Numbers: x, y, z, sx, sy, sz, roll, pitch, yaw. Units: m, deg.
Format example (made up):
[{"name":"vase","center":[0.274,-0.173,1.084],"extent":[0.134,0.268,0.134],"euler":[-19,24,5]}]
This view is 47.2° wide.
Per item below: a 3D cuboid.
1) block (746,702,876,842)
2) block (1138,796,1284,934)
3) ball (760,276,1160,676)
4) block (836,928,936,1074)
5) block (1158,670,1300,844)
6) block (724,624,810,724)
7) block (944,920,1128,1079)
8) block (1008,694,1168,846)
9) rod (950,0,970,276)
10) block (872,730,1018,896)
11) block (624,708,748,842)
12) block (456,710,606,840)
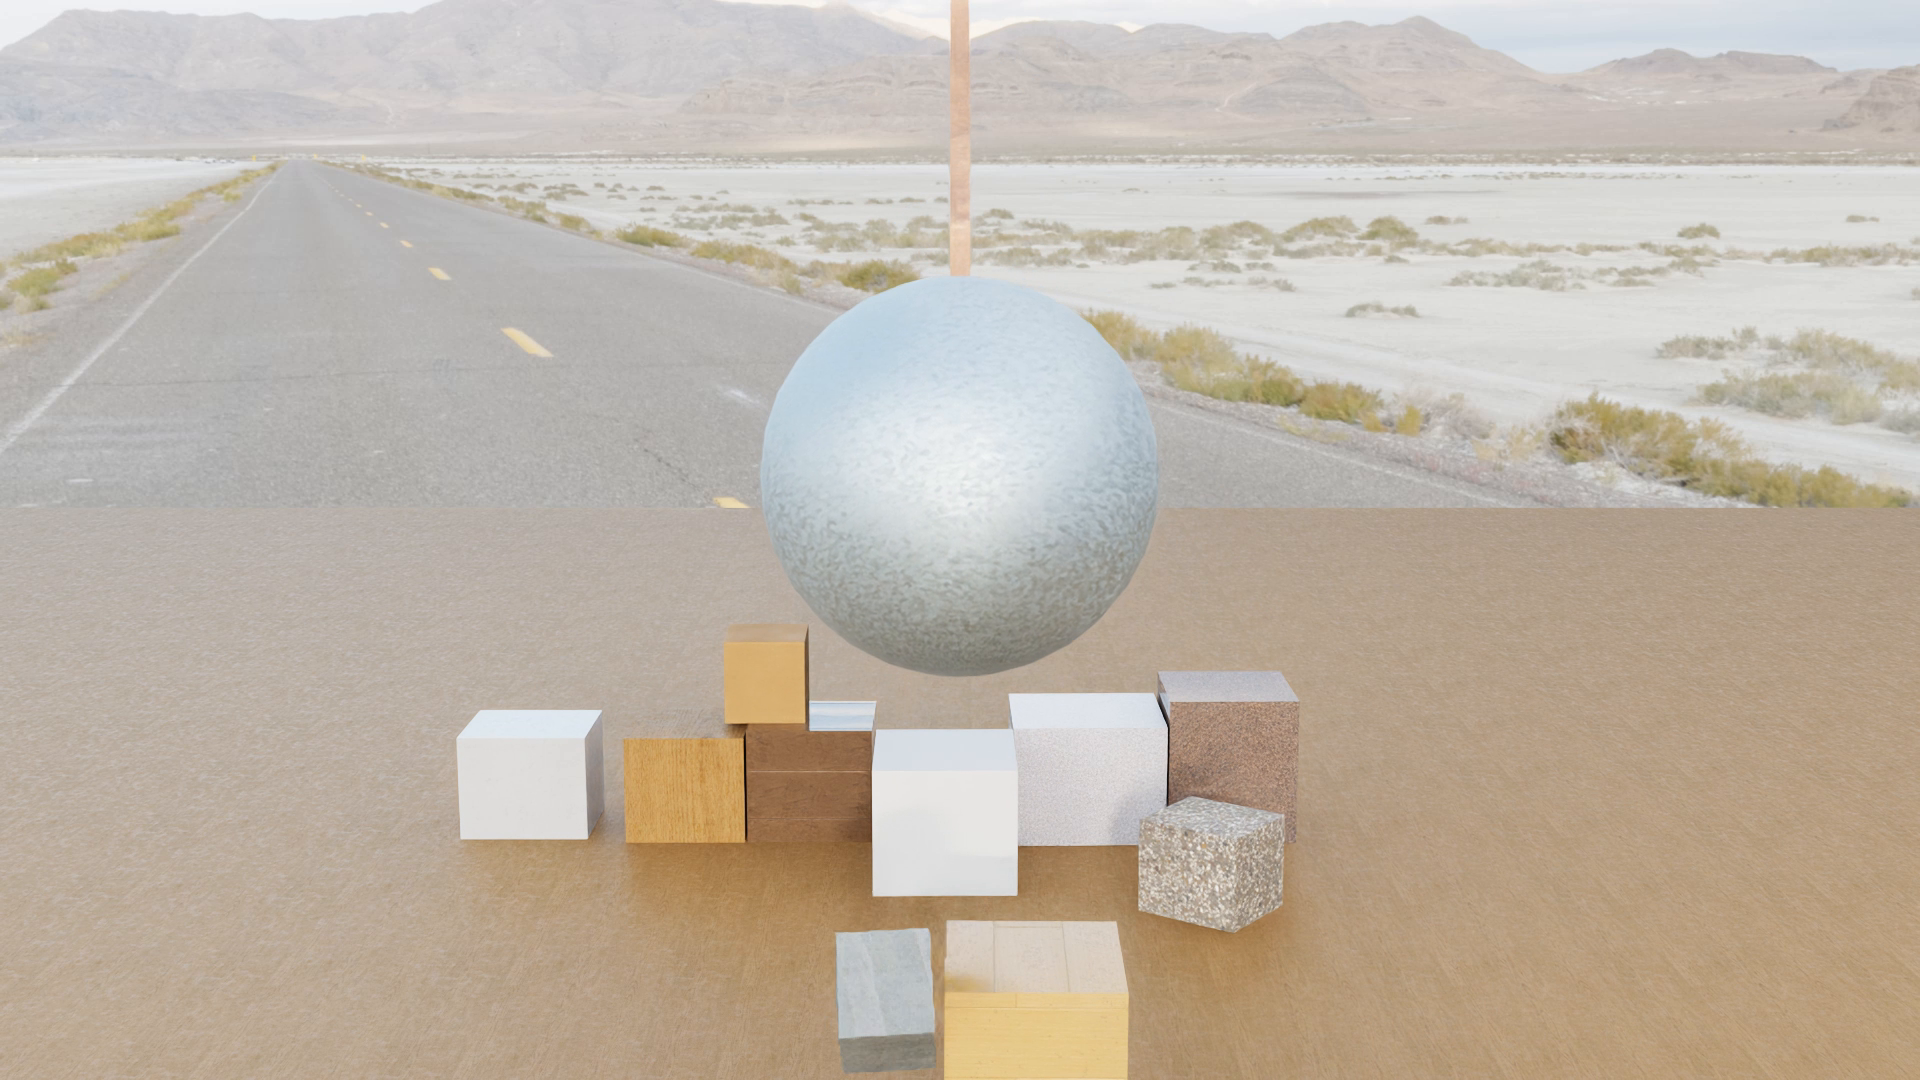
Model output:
[{"name":"block","center":[-0.759,1.191,11.388],"extent":[0.633,0.582,0.595],"euler":[0,10,0]},{"name":"block","center":[1.161,1.489,10.153],"extent":[0.501,0.437,0.459],"euler":[8,13,36]},{"name":"ball","center":[0.000,-0.255,8.810],"extent":[1.600,1.600,1.600],"euler":[0,10,0]},{"name":"block","center":[-0.248,1.559,7.433],"extent":[0.315,0.364,0.358],"euler":[-3,-32,-1]},{"name":"block","center":[1.371,1.114,11.371],"extent":[0.648,0.740,0.640],"euler":[0,10,-1]},{"name":"block","center":[-0.994,0.685,11.351],"extent":[0.408,0.424,0.418],"euler":[0,11,-1]},{"name":"block","center":[0.259,1.795,7.755],"extent":[0.617,0.694,0.687],"euler":[0,10,1]},{"name":"block","center":[0.648,1.177,11.382],"extent":[0.771,0.611,0.699],"euler":[0,10,-1]},{"name":"rod","center":[0.000,-3.579,9.522],"extent":[0.080,5.200,0.080],"euler":[0,-12,0]},{"name":"block","center":[-0.073,1.310,10.659],"extent":[0.680,0.609,0.733],"euler":[0,10,-1]},{"name":"block","center":[-1.391,1.211,11.386],"extent":[0.603,0.544,0.607],"euler":[0,10,0]},{"name":"block","center":[-2.218,1.212,11.418],"extent":[0.646,0.531,0.557],"euler":[0,10,0]}]
